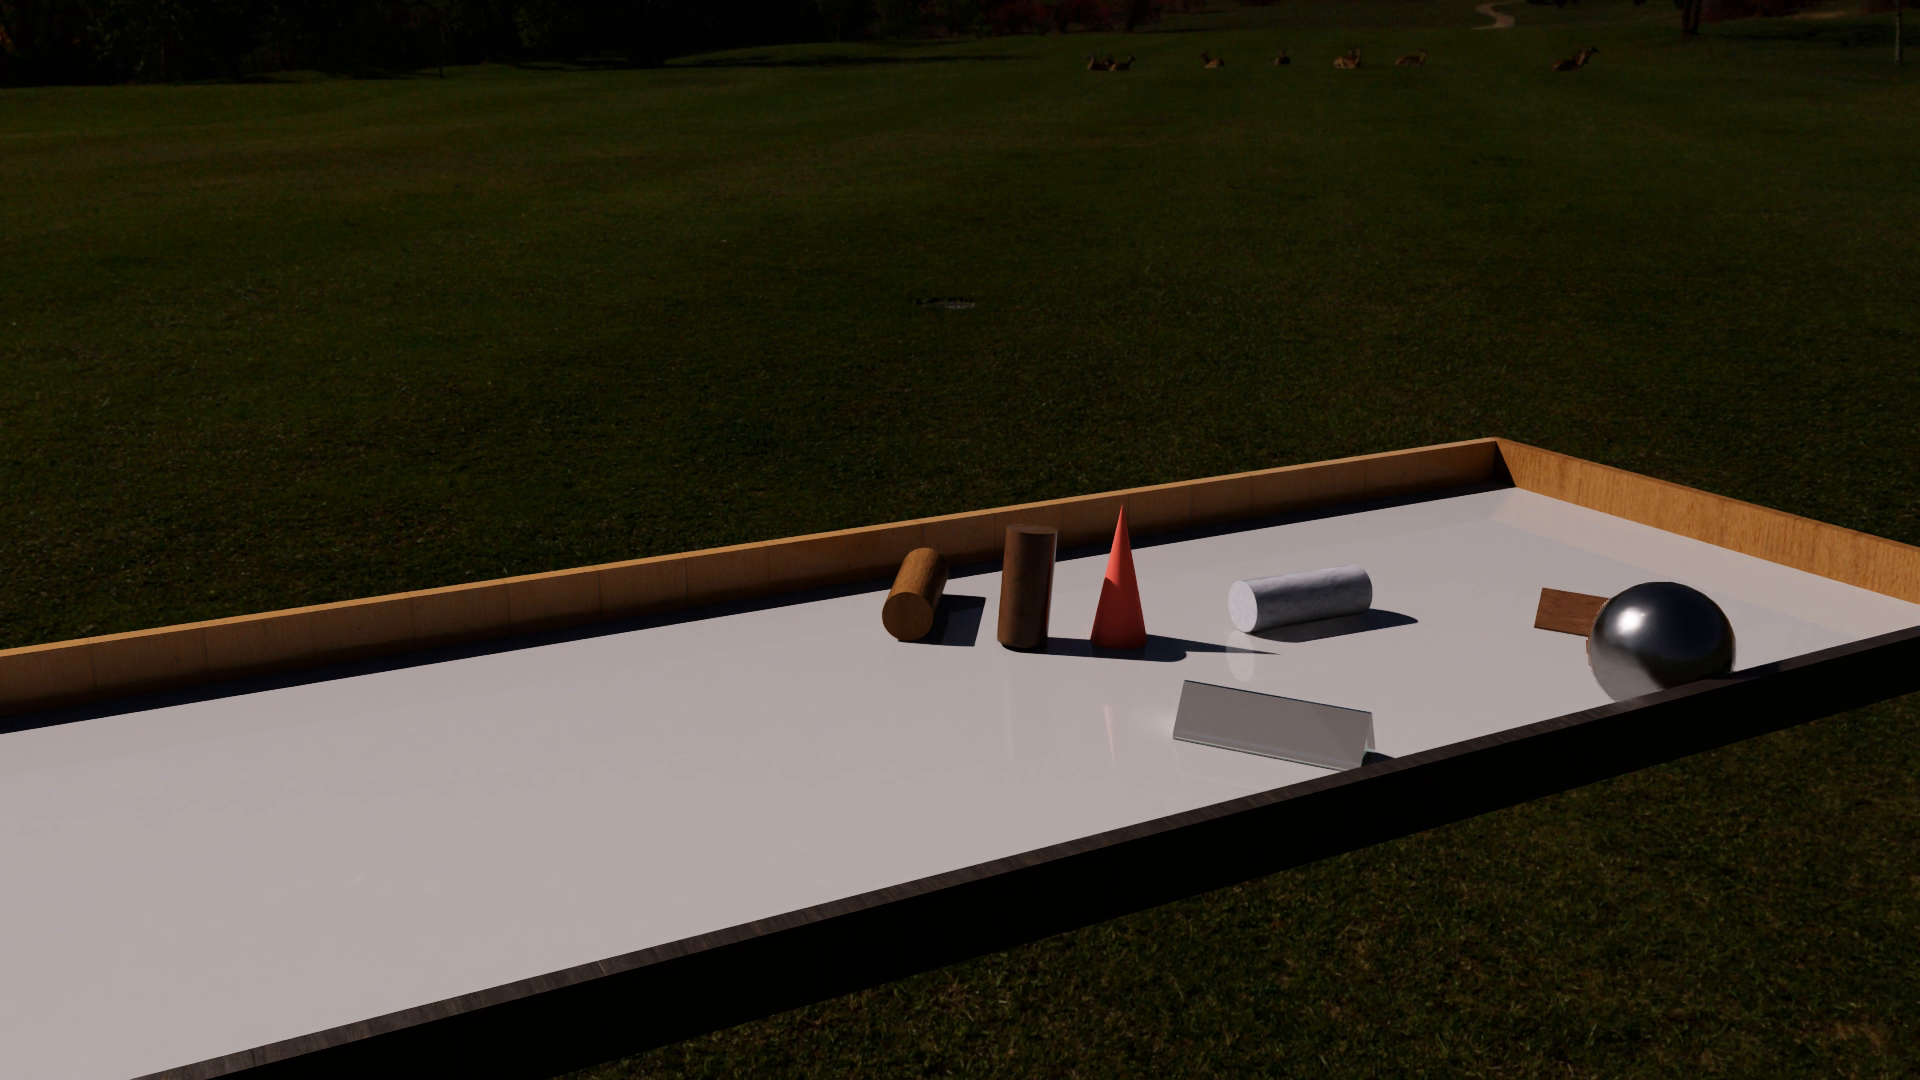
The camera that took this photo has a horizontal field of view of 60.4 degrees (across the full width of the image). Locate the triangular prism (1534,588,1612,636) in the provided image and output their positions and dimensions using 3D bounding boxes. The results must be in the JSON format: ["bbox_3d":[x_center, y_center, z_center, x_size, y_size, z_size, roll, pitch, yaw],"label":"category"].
[{"bbox_3d":[1.764,0.206,4.469,0.370,0.098,0.114,10,19,31],"label":"triangular prism"}]

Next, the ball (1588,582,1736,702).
[{"bbox_3d":[1.658,0.259,3.900,0.323,0.323,0.323,0,16,0],"label":"ball"}]

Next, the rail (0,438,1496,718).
[{"bbox_3d":[-3.305,0.497,3.399,12.000,0.150,0.050,-9,18,-27],"label":"rail"}]

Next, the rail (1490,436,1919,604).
[{"bbox_3d":[2.466,-0.048,5.253,0.050,0.150,2.100,-9,18,-27],"label":"rail"}]

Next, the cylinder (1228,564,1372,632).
[{"bbox_3d":[0.941,0.159,4.558,0.379,0.141,0.141,-7,18,-23],"label":"cylinder"}]

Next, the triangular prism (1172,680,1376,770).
[{"bbox_3d":[0.713,0.409,3.742,0.434,0.118,0.137,8,18,26],"label":"triangular prism"}]

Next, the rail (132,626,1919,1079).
[{"bbox_3d":[-2.336,1.006,1.665,12.000,0.150,0.050,-9,18,-27],"label":"rail"}]

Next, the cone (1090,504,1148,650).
[{"bbox_3d":[0.427,0.085,4.387,0.154,0.383,0.154,0,16,0],"label":"cone"}]

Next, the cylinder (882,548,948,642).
[{"bbox_3d":[-0.121,0.147,4.608,0.139,0.139,0.414,2,16,5],"label":"cylinder"}]

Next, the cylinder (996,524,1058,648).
[{"bbox_3d":[0.178,0.120,4.376,0.137,0.307,0.137,4,12,-1],"label":"cylinder"}]
